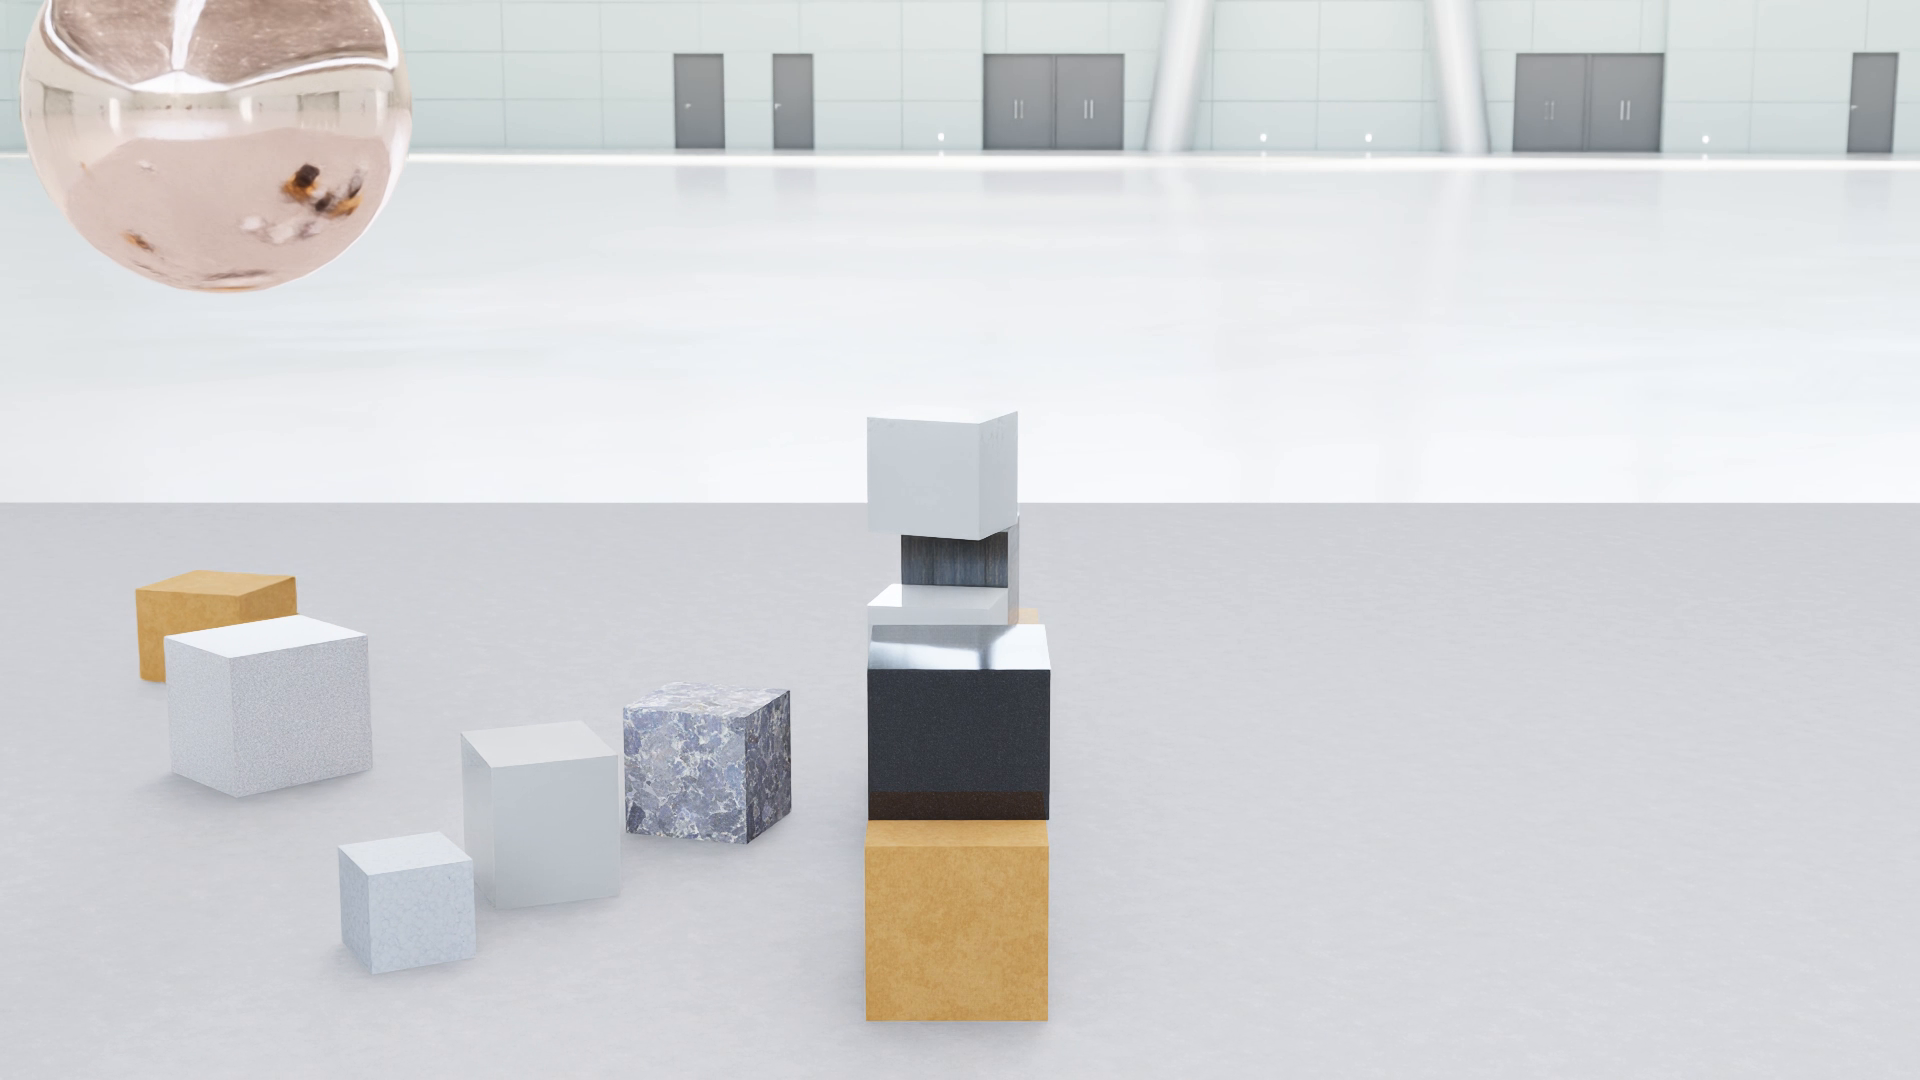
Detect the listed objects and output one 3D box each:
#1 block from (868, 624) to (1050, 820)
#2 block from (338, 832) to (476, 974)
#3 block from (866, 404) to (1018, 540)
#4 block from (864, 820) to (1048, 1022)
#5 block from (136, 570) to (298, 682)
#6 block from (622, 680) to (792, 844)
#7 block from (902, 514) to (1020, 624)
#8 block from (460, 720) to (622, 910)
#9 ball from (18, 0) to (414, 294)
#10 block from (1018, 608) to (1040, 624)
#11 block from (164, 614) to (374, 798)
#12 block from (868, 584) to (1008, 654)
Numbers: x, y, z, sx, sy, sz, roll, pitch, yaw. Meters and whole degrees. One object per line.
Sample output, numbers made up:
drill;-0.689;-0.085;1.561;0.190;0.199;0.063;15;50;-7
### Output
block;-0.005;0.709;10.121;0.695;0.599;0.701;0;12;0
block;-2.240;1.462;10.387;0.425;0.407;0.445;-6;12;-28
block;-0.081;-0.331;12.304;0.575;0.552;0.496;4;11;22
block;-0.012;1.410;9.903;0.683;0.682;0.675;0;10;0
block;-4.385;0.520;15.180;0.684;0.545;0.619;3;11;16
block;-1.188;1.043;12.142;0.610;0.603;0.568;3;11;17
block;0.007;0.174;12.575;0.516;0.539;0.534;1;10;7
block;-1.842;1.194;11.247;0.545;0.626;0.646;-4;11;-22
ball;-3.130;-1.840;10.846;1.600;1.600;1.600;0;10;0
block;-0.009;0.810;12.847;0.807;0.810;0.704;0;10;0
block;-3.512;0.829;13.042;0.766;0.702;0.673;-10;14;-43
block;-0.100;0.520;12.080;0.566;0.518;0.534;2;10;11
